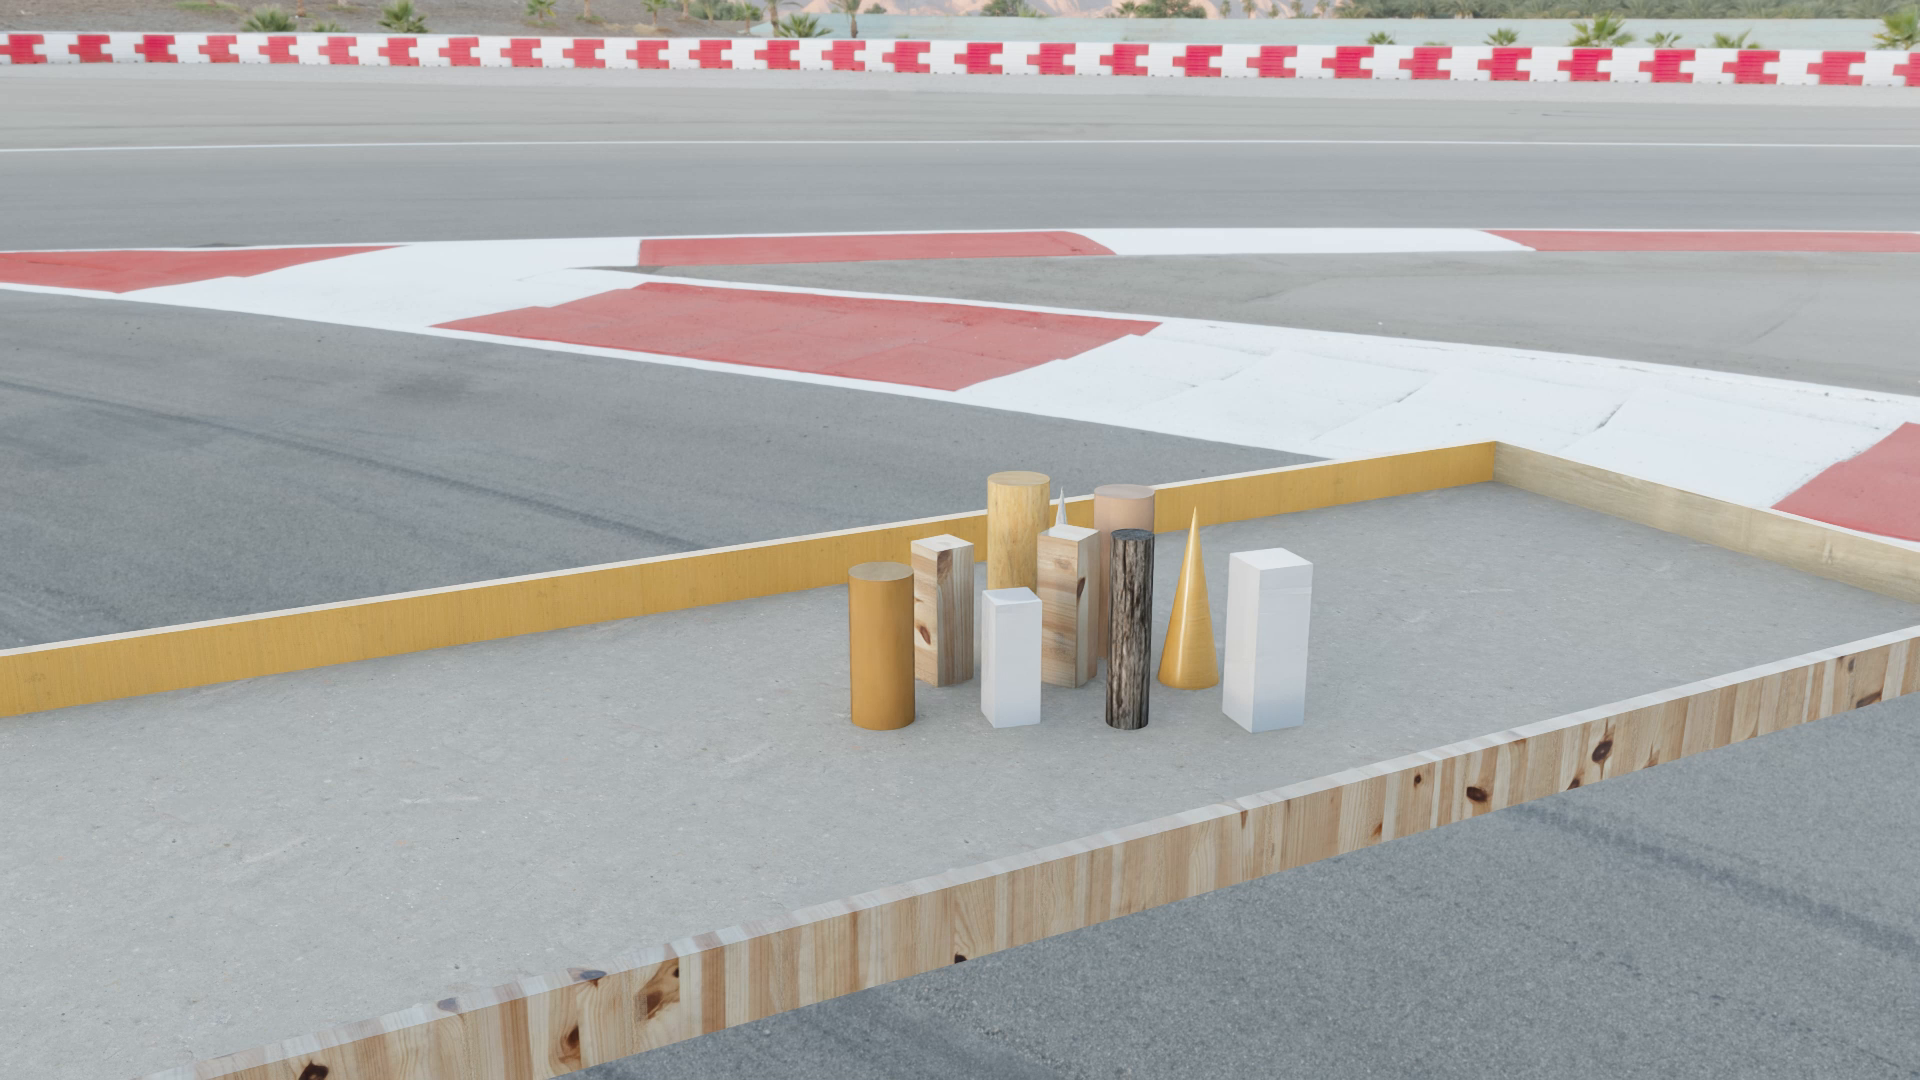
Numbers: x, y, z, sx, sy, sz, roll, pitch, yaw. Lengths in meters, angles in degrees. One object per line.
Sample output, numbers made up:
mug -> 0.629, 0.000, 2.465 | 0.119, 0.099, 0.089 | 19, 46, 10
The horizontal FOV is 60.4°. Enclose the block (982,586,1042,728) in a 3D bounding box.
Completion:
block -> 0.120, 0.276, 3.879 | 0.112, 0.303, 0.112 | -4, 17, -15

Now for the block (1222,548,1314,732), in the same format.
block -> 0.717, 0.233, 3.858 | 0.138, 0.397, 0.138 | -6, 17, -19

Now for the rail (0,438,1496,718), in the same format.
rail -> -3.305, 0.497, 3.399 | 12.000, 0.150, 0.050 | -9, 18, -27

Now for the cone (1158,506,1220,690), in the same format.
cone -> 0.577, 0.131, 4.102 | 0.157, 0.455, 0.157 | 0, 16, 0

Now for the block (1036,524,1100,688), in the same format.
block -> 0.269, 0.164, 4.116 | 0.114, 0.383, 0.114 | 11, 19, 32

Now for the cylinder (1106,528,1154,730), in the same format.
cylinder -> 0.394, 0.208, 3.831 | 0.100, 0.460, 0.100 | 0, 16, 0

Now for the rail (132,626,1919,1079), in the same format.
rail -> -2.336, 1.006, 1.665 | 12.000, 0.150, 0.050 | -9, 18, -27

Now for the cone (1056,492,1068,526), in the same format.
cone -> 0.282, 0.028, 4.600 | 0.113, 0.373, 0.113 | 0, 16, 0

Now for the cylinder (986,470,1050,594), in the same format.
cylinder -> 0.152, 0.060, 4.339 | 0.163, 0.458, 0.163 | 0, 16, 0

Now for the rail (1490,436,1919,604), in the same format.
rail -> 2.466, -0.048, 5.253 | 0.050, 0.150, 2.100 | -9, 18, -27

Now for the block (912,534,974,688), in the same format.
block -> -0.044, 0.176, 4.128 | 0.111, 0.354, 0.111 | -12, 20, -35

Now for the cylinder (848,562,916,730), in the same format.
cylinder -> -0.182, 0.247, 3.865 | 0.153, 0.366, 0.153 | 0, 16, 0

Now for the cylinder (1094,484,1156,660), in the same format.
cylinder -> 0.423, 0.083, 4.301 | 0.156, 0.434, 0.156 | 0, 16, 0
